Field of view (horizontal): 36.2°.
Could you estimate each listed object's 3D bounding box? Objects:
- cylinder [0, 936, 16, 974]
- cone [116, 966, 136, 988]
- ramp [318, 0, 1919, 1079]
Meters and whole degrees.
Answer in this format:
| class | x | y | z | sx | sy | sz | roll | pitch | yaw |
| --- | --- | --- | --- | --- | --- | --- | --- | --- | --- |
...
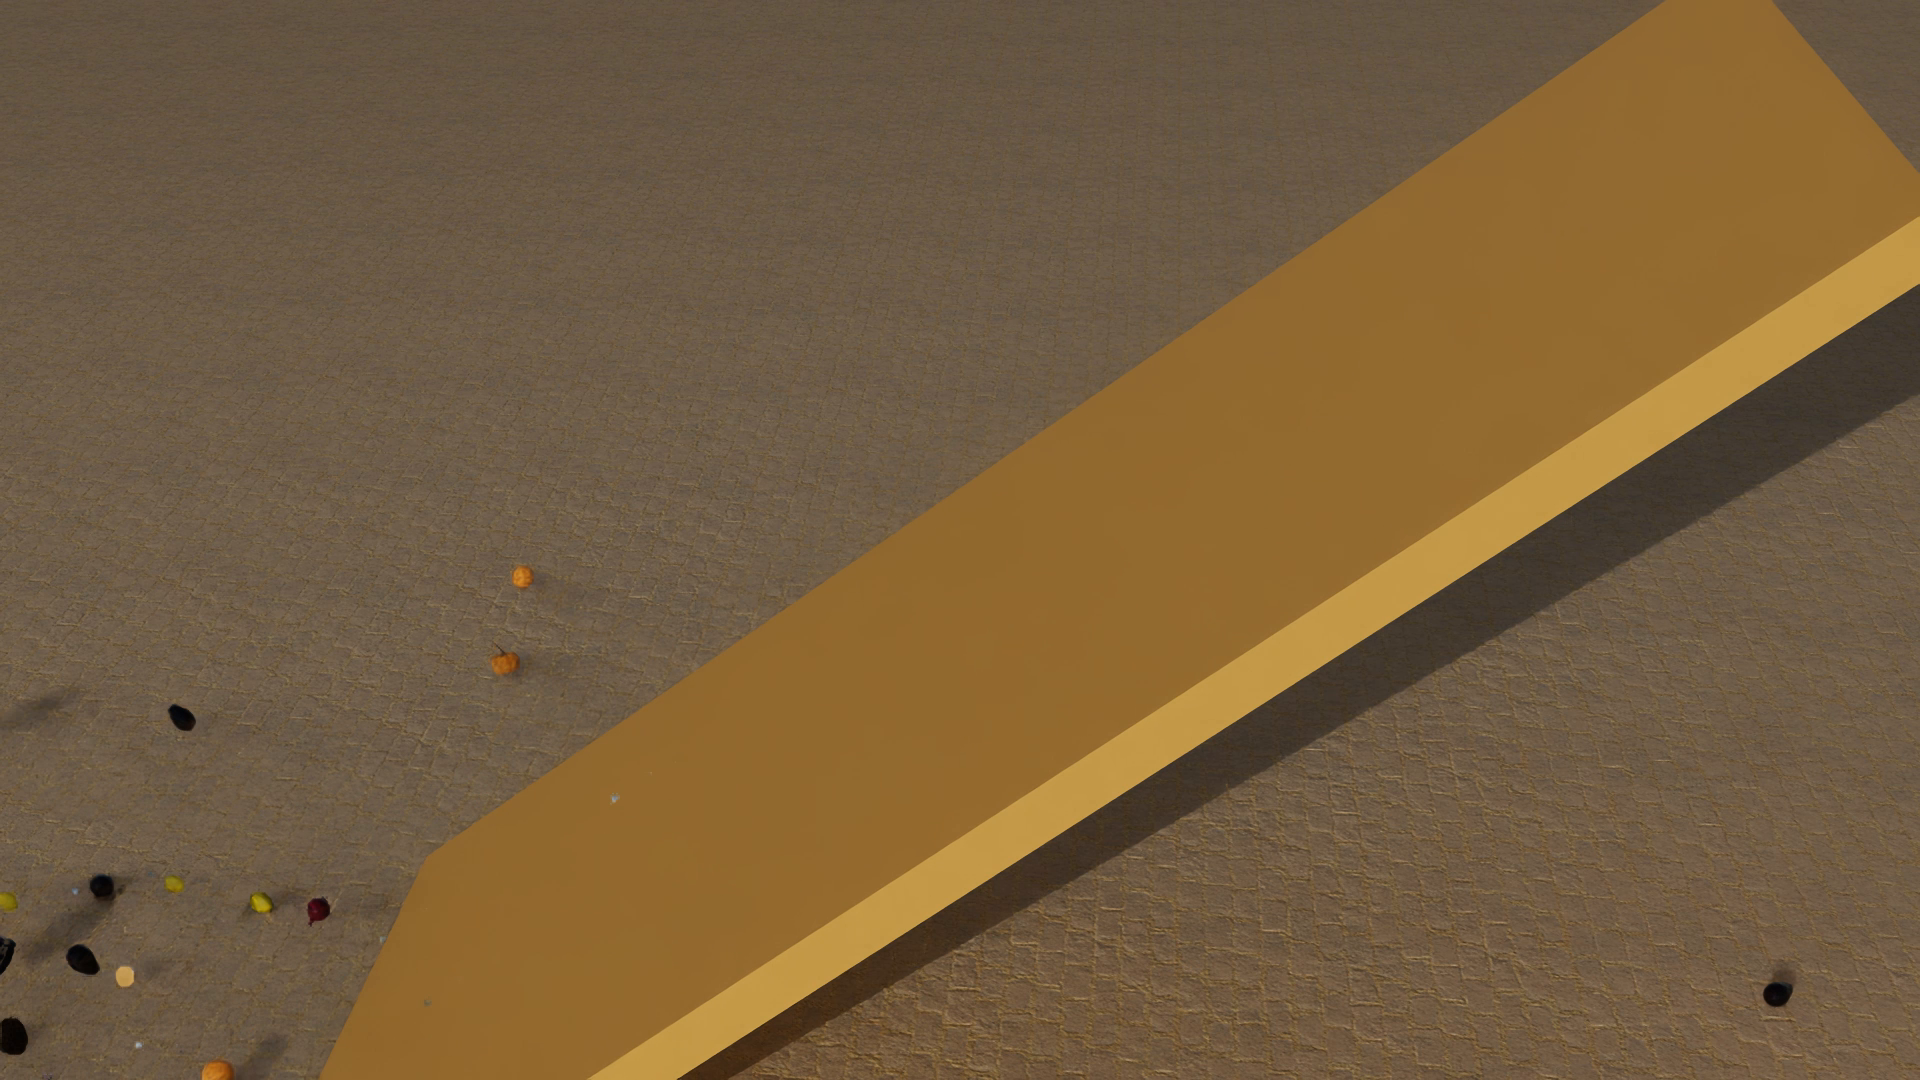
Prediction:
| class | x | y | z | sx | sy | sz | roll | pitch | yaw |
| --- | --- | --- | --- | --- | --- | --- | --- | --- | --- |
| cylinder | -2.419 | 1.025 | 7.331 | 0.090 | 0.090 | 0.090 | 28 | 8 | -30 |
| cone | -2.070 | 1.087 | 7.346 | 0.054 | 0.054 | 0.054 | 8 | 1 | 18 |
| ramp | 0.128 | 0.180 | 6.324 | 4.000 | 0.100 | 2.000 | -34 | 16 | 17 |
